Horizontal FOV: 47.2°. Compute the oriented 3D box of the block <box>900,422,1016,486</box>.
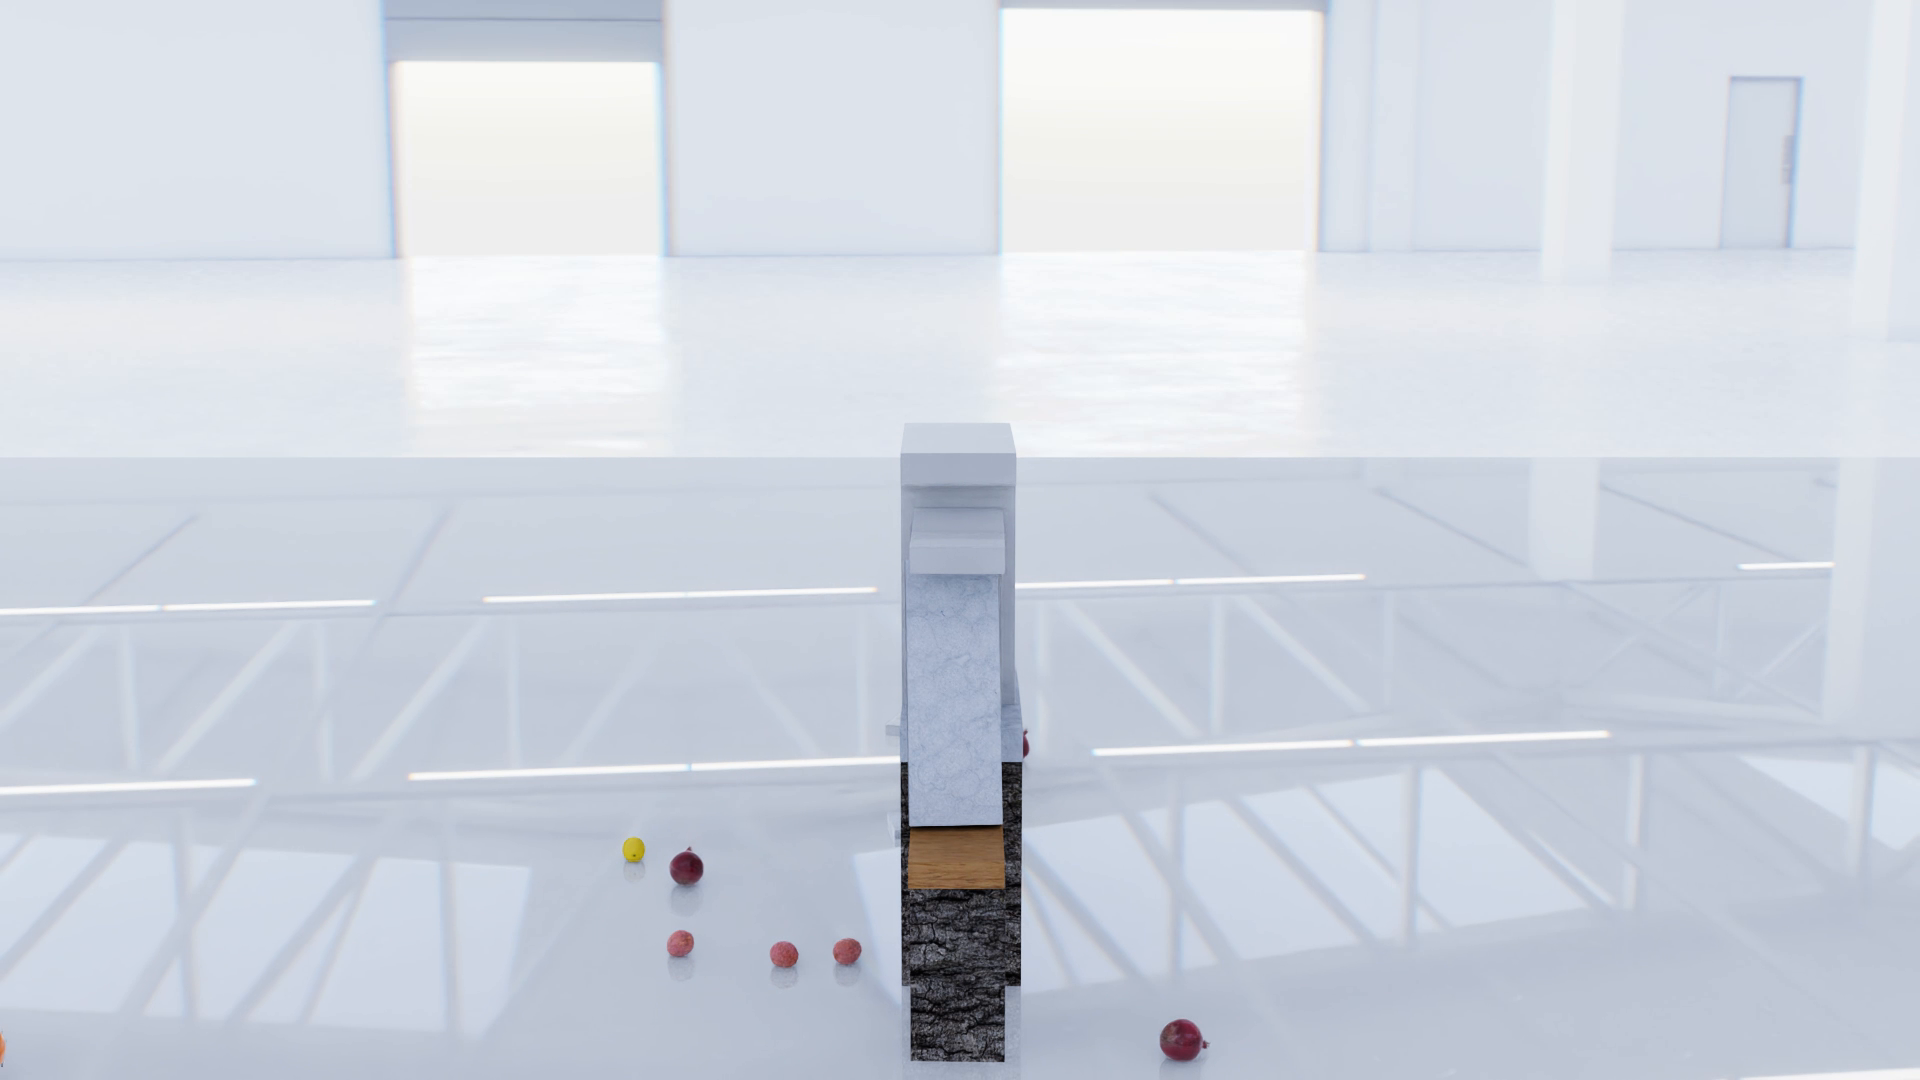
[{"bbox_3d":[-0.003,-0.133,3.362,0.169,0.048,0.337,0,11,0],"label":"block"}]

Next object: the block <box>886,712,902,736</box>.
[{"bbox_3d":[-0.095,0.388,4.694,0.081,0.023,0.161,3,11,17],"label":"block"}]

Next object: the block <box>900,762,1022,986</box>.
[{"bbox_3d":[0.002,0.484,3.264,0.178,0.355,0.050,0,11,0],"label":"block"}]

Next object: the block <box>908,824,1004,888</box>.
[{"bbox_3d":[-0.005,0.424,3.055,0.129,0.036,0.257,0,11,0],"label":"block"}]

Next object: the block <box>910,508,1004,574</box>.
[{"bbox_3d":[-0.003,-0.001,3.117,0.129,0.037,0.258,0,13,0],"label":"block"}]

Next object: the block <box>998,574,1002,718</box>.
[{"bbox_3d":[-0.004,0.129,3.217,0.129,0.258,0.037,0,0,0],"label":"block"}]

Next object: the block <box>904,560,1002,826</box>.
[{"bbox_3d":[-0.010,0.213,3.083,0.129,0.370,0.037,-1,-4,-4],"label":"block"}]

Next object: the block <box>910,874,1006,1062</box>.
[{"bbox_3d":[-0.003,0.583,3.000,0.129,0.257,0.036,0,11,2],"label":"block"}]

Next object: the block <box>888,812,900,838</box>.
[{"bbox_3d":[-0.099,0.519,4.008,0.054,0.015,0.109,-2,11,-9],"label":"block"}]

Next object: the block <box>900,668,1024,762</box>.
[{"bbox_3d":[0.002,0.263,3.343,0.178,0.050,0.355,0,11,0],"label":"block"}]

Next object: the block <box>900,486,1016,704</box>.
[{"bbox_3d":[-0.003,0.076,3.288,0.169,0.338,0.048,0,11,0],"label":"block"}]
